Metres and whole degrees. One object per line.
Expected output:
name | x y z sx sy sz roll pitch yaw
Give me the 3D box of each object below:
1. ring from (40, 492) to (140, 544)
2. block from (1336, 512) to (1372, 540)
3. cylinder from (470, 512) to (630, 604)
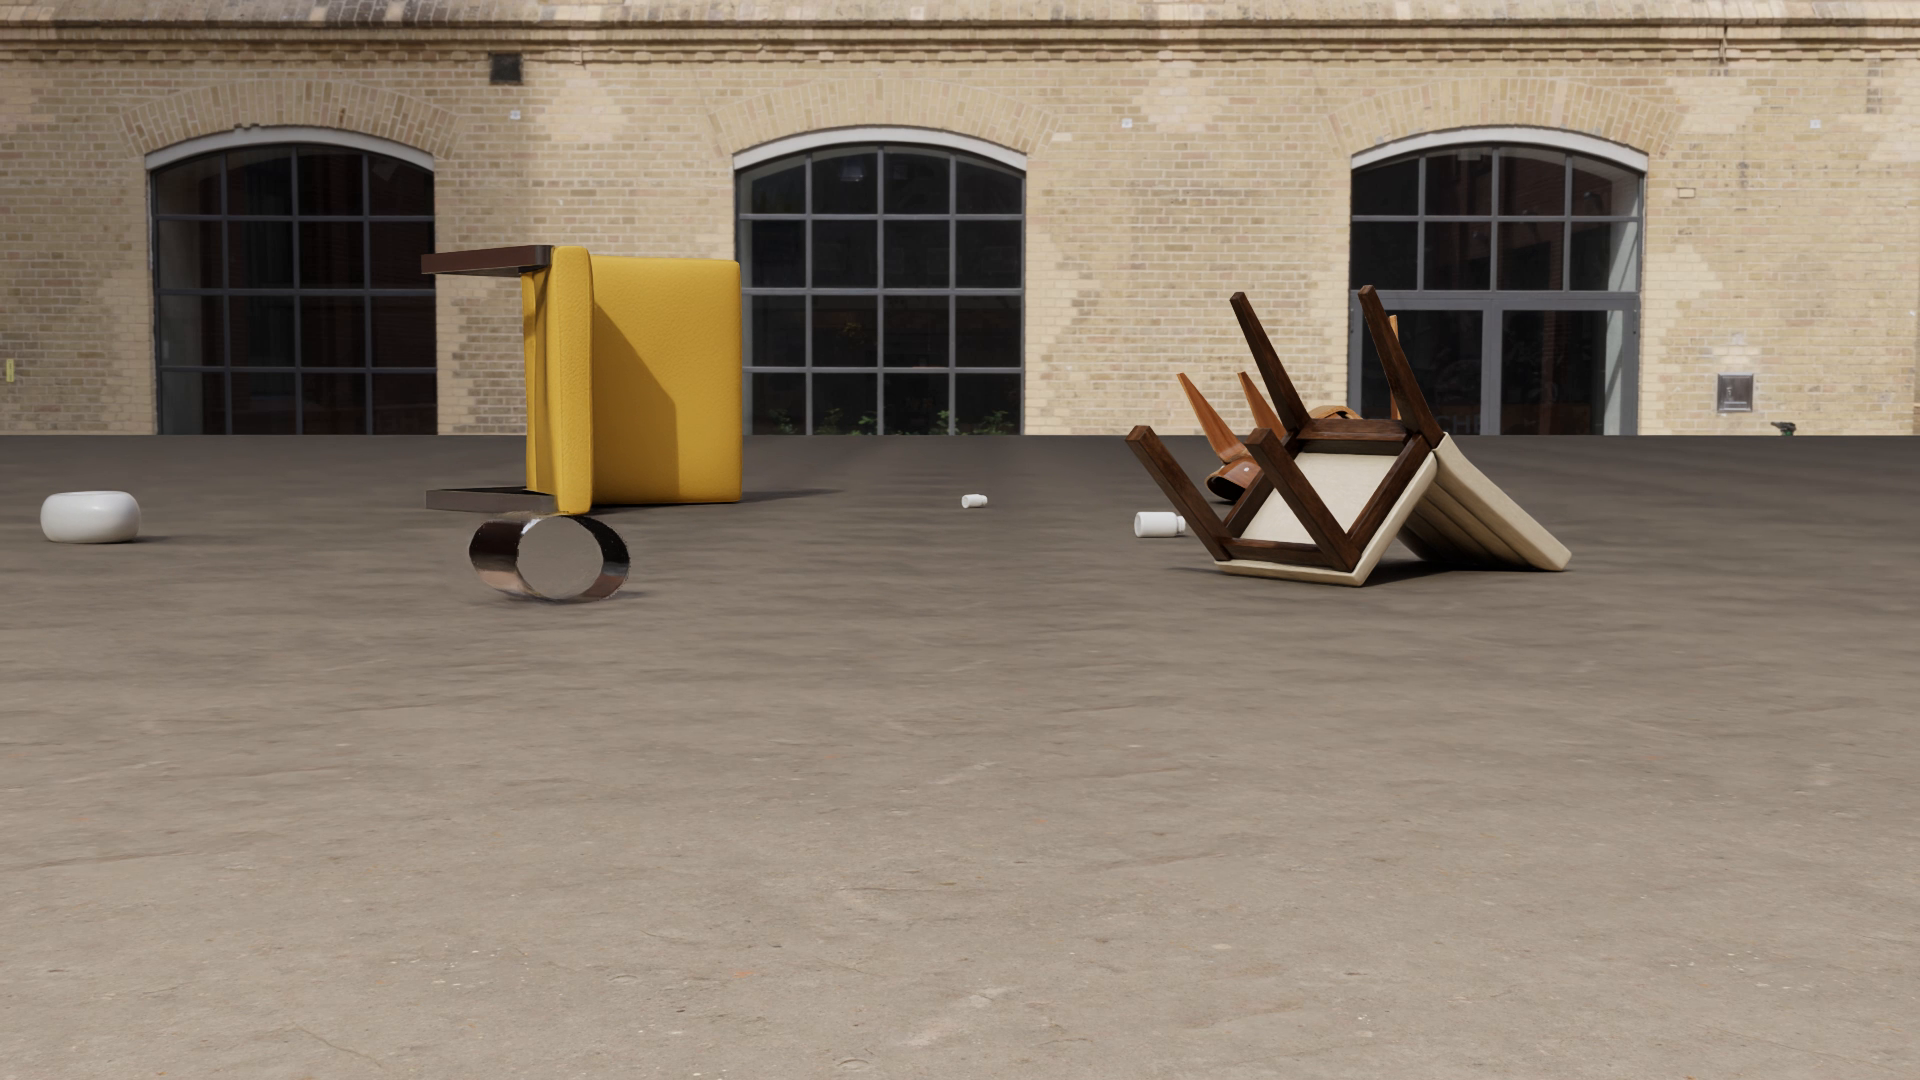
ring | -2.564 -0.067 6.485 0.386 0.144 0.244 2 6 43
block | 1.179 -0.041 6.581 0.074 0.076 0.097 -1 4 -16
cylinder | -0.866 0.036 4.647 0.173 0.185 0.286 4 -4 45
